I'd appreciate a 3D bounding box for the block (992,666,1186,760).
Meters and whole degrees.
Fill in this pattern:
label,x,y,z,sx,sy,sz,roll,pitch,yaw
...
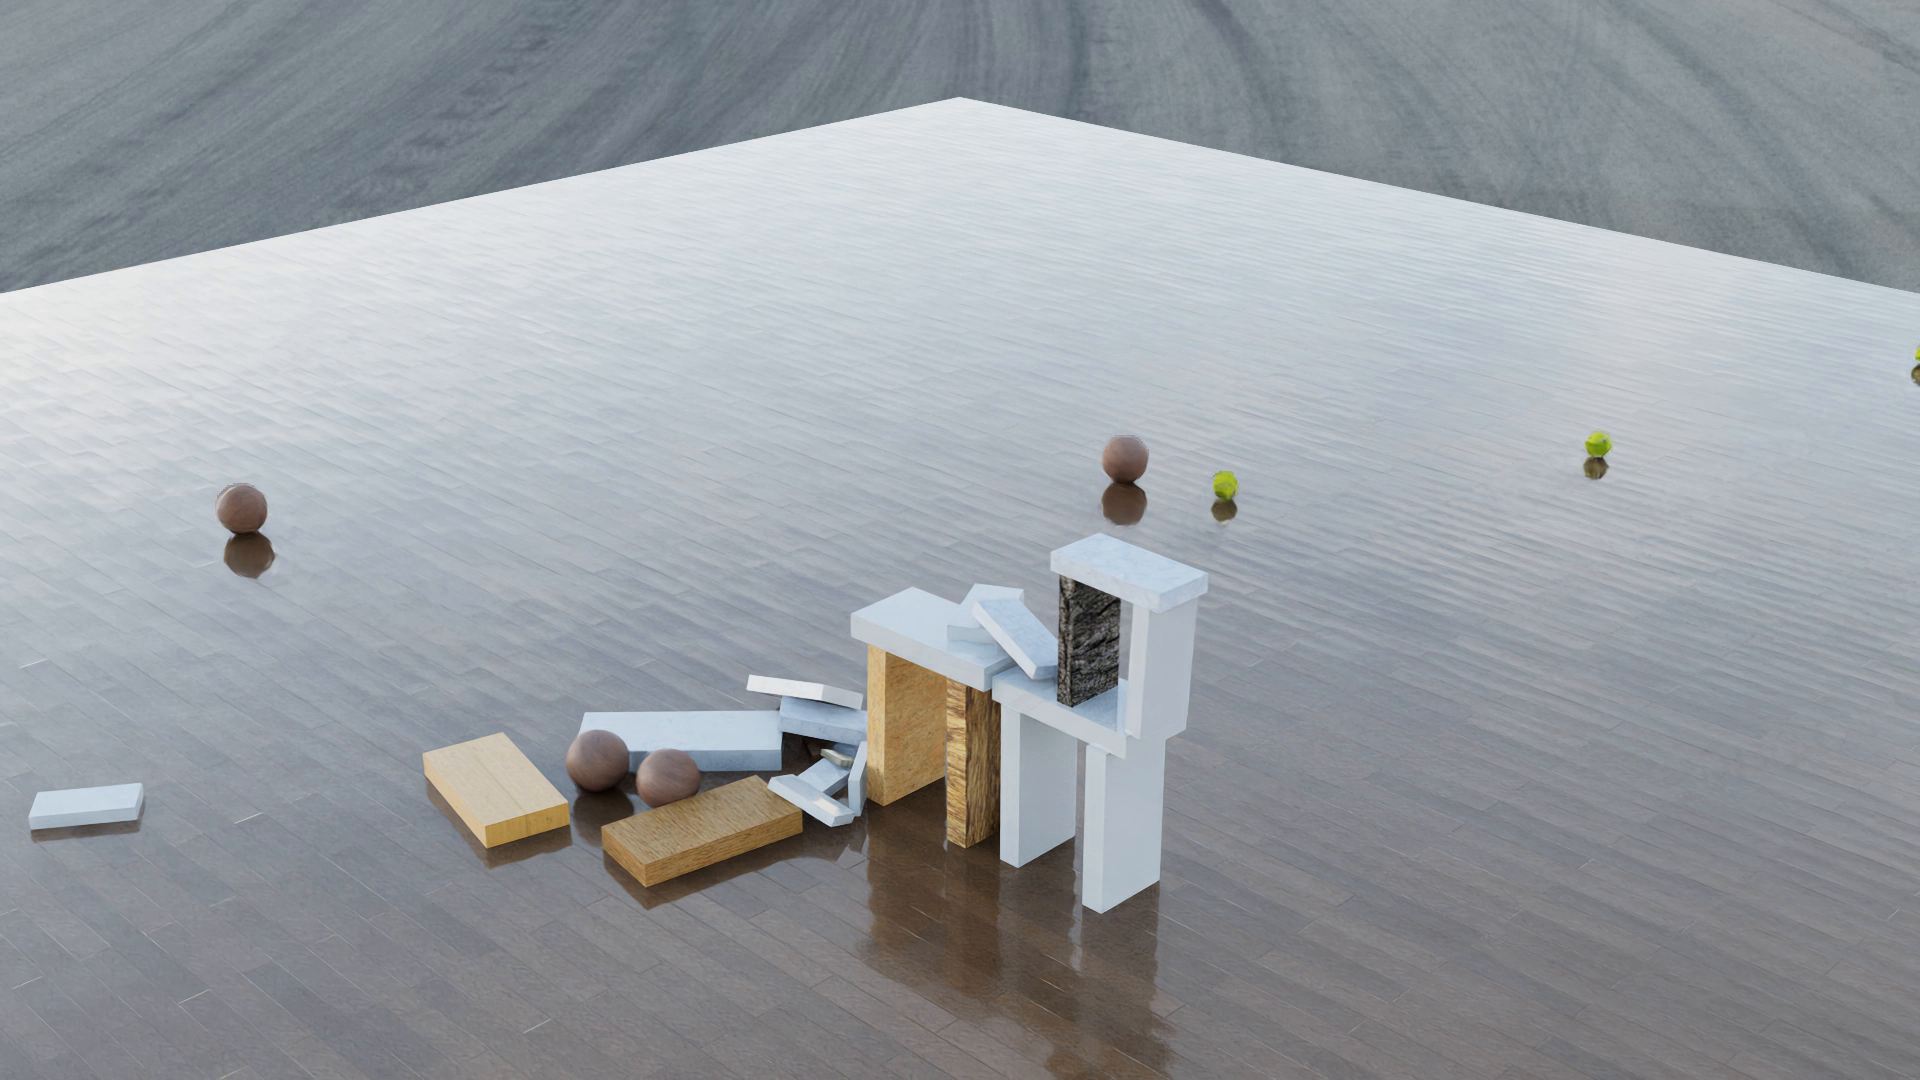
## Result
label,x,y,z,sx,sy,sz,roll,pitch,yaw
block,0.240,0.305,4.118,0.169,0.048,0.338,-21,31,-40

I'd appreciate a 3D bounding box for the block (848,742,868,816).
label,x,y,z,sx,sy,sz,roll,pitch,yaw
block,-0.203,0.488,4.505,0.023,0.082,0.165,3,23,6

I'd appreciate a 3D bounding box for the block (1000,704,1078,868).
label,x,y,z,sx,sy,sz,roll,pitch,yaw
block,0.154,0.450,4.268,0.048,0.338,0.169,20,30,39

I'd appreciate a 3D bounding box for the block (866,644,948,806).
label,x,y,z,sx,sy,sz,roll,pitch,yaw
block,-0.107,0.348,4.483,0.050,0.356,0.178,23,32,39

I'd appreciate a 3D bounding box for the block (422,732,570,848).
label,x,y,z,sx,sy,sz,roll,pitch,yaw
block,-0.952,0.508,4.500,0.176,0.050,0.353,-14,27,-29

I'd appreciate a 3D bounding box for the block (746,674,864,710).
label,x,y,z,sx,sy,sz,roll,pitch,yaw
block,-0.339,0.332,4.796,0.241,0.034,0.121,3,-11,44

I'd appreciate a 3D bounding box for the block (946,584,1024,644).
label,x,y,z,sx,sy,sz,roll,pitch,yaw
block,0.051,0.145,4.340,0.101,0.029,0.202,7,24,15

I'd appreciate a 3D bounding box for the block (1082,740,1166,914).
label,x,y,z,sx,sy,sz,roll,pitch,yaw
block,0.307,0.514,4.117,0.048,0.338,0.169,21,31,40

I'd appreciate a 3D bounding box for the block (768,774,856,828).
label,x,y,z,sx,sy,sz,roll,pitch,yaw
block,-0.298,0.522,4.416,0.165,0.023,0.082,28,12,24

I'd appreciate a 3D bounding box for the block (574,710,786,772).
label,x,y,z,sx,sy,sz,roll,pitch,yaw
block,-0.593,0.429,4.687,0.432,0.050,0.176,0,23,-1

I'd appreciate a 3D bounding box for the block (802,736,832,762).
label,x,y,z,sx,sy,sz,roll,pitch,yaw
block,-0.303,0.442,4.702,0.048,0.014,0.095,-7,24,-16

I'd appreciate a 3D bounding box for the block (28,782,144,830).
label,x,y,z,sx,sy,sz,roll,pitch,yaw
block,-1.768,0.539,4.454,0.203,0.029,0.101,-4,23,-10

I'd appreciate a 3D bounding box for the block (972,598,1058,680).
label,x,y,z,sx,sy,sz,roll,pitch,yaw
block,0.124,0.187,4.210,0.101,0.029,0.224,-2,33,-35

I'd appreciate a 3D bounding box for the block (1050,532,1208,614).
label,x,y,z,sx,sy,sz,roll,pitch,yaw
block,0.301,0.057,3.929,0.130,0.037,0.259,-21,30,-40

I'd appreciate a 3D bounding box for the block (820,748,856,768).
label,x,y,z,sx,sy,sz,roll,pitch,yaw
block,-0.250,0.459,4.618,0.048,0.014,0.095,11,3,-30

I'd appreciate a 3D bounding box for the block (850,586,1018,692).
label,x,y,z,sx,sy,sz,roll,pitch,yaw
block,-0.025,0.192,4.329,0.356,0.050,0.178,20,30,38

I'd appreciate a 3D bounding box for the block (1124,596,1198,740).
label,x,y,z,sx,sy,sz,roll,pitch,yaw
block,0.360,0.216,3.933,0.130,0.259,0.037,-20,33,-39

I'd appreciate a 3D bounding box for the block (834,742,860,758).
label,x,y,z,sx,sy,sz,roll,pitch,yaw
block,-0.216,0.447,4.689,0.095,0.014,0.048,13,26,27

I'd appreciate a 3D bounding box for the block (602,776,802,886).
label,x,y,z,sx,sy,sz,roll,pitch,yaw
block,-0.509,0.572,4.349,0.353,0.050,0.176,-16,28,-33

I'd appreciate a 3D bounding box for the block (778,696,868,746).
label,x,y,z,sx,sy,sz,roll,pitch,yaw
block,-0.267,0.392,4.710,0.241,0.034,0.121,11,16,-5

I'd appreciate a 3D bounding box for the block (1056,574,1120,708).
label,x,y,z,sx,sy,sz,roll,pitch,yaw
block,0.238,0.167,4.050,0.037,0.259,0.130,21,31,41

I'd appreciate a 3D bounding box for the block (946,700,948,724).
label,x,y,z,sx,sy,sz,roll,pitch,yaw
block,-0.064,0.336,4.926,0.121,0.034,0.241,4,23,9

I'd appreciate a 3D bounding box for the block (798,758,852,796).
label,x,y,z,sx,sy,sz,roll,pitch,yaw
block,-0.296,0.504,4.543,0.082,0.023,0.165,14,27,29

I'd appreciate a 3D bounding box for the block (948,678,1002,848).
label,x,y,z,sx,sy,sz,roll,pitch,yaw
block,0.056,0.412,4.333,0.050,0.356,0.178,21,31,41
